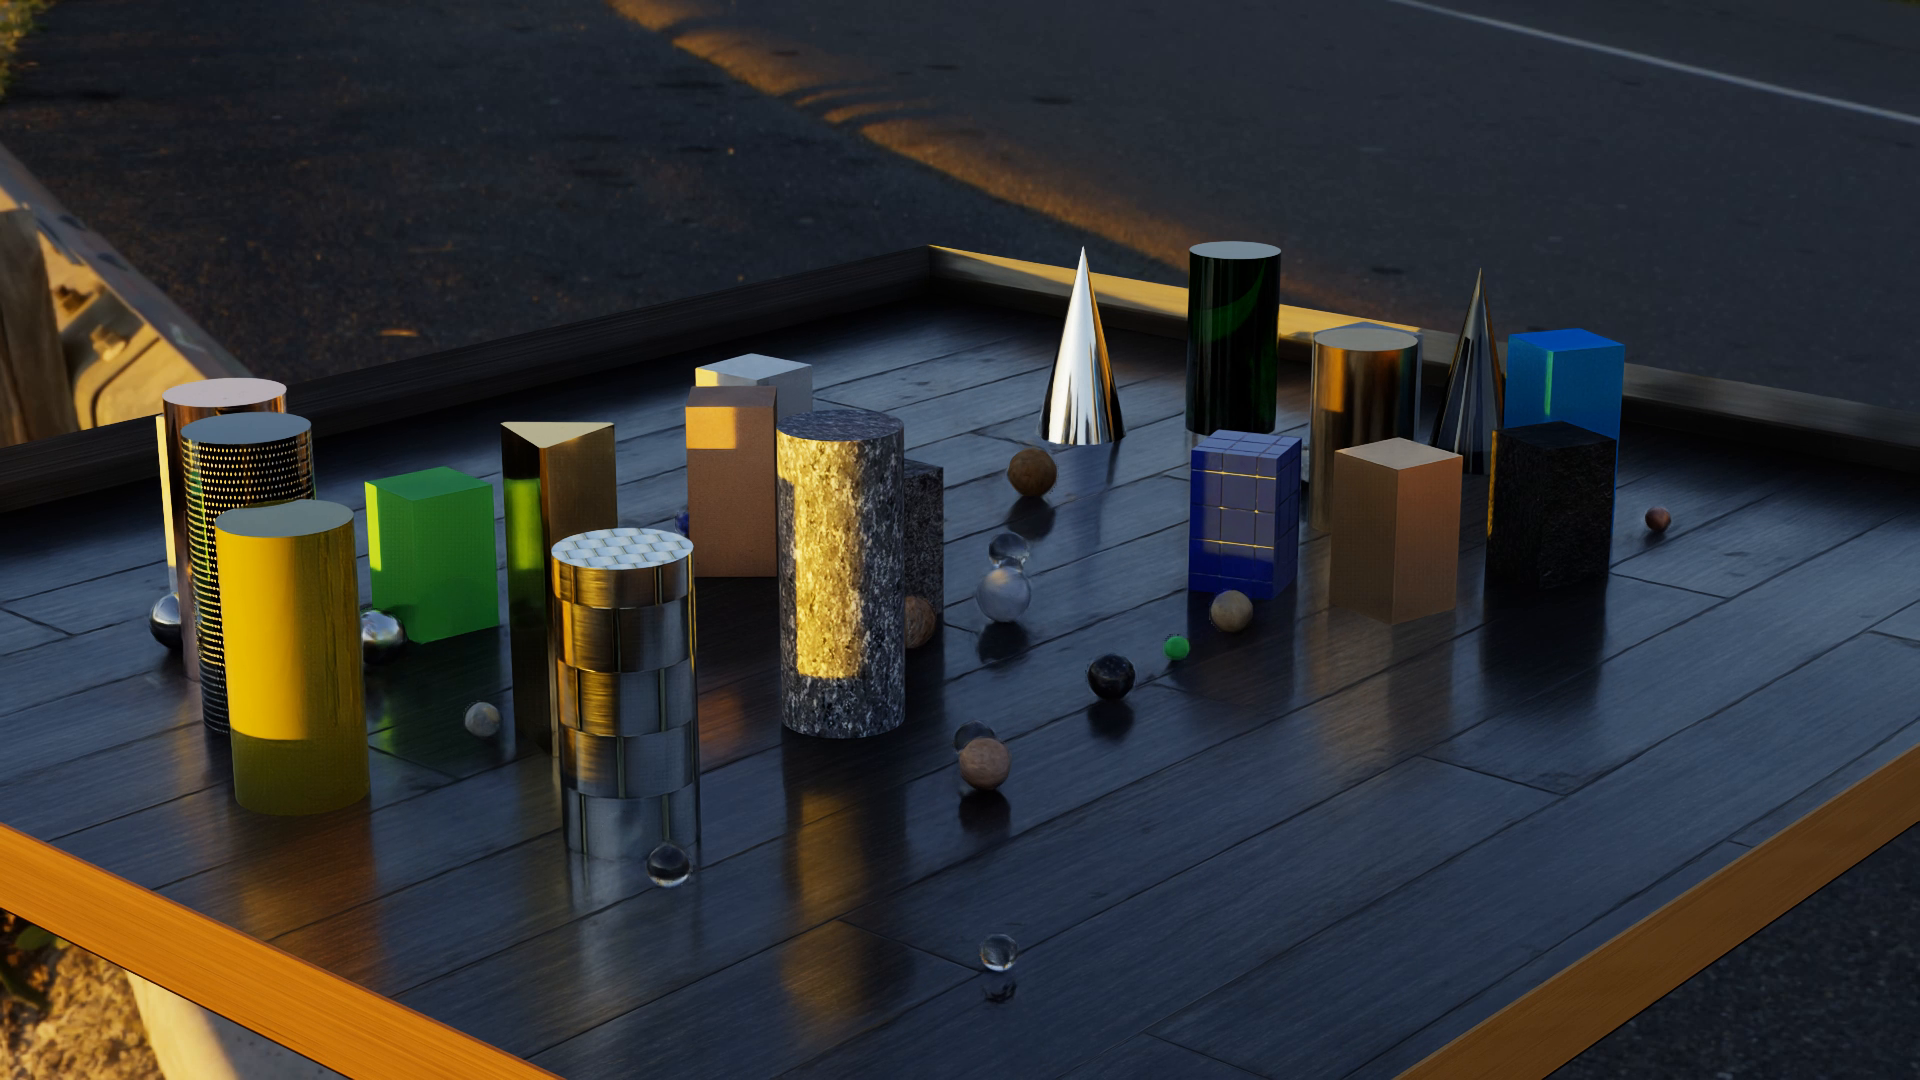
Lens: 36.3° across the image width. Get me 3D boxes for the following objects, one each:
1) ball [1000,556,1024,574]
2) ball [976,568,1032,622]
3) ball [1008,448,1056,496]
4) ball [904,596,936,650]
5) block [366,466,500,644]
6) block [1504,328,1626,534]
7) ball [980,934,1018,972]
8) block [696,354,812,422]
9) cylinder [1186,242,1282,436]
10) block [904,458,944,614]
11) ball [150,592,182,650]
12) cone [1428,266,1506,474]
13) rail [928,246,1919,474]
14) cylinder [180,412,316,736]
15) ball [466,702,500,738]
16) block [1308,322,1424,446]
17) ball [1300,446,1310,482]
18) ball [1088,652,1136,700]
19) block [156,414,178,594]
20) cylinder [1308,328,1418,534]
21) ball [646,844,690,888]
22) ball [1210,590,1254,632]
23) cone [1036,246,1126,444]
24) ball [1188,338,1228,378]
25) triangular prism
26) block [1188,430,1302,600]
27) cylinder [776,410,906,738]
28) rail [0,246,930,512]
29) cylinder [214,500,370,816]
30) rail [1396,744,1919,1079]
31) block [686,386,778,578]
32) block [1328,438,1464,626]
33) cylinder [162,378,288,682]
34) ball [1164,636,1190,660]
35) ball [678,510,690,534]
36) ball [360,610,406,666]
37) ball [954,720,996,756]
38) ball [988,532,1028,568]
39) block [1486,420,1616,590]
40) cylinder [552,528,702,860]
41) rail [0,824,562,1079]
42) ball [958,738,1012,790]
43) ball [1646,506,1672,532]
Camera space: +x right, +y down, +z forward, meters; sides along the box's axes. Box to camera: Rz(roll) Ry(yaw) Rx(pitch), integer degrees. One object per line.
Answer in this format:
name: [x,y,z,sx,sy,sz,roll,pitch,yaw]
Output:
ball: [0.091,0.052,5.196,0.043,0.043,0.043,0,17,0]
ball: [0.074,0.093,4.973,0.092,0.092,0.092,0,17,0]
ball: [0.141,-0.132,5.713,0.096,0.096,0.096,0,17,0]
ball: [-0.084,0.137,4.840,0.086,0.086,0.086,0,17,0]
block: [-0.888,0.023,4.937,0.153,0.247,0.153,-14,22,-39]
block: [1.121,-0.198,5.473,0.153,0.361,0.153,-6,18,-20]
ball: [0.049,0.515,3.657,0.047,0.047,0.047,0,17,0]
block: [-0.384,-0.178,5.508,0.153,0.304,0.153,13,21,37]
cylinder: [0.576,-0.424,6.188,0.192,0.381,0.192,0,17,0]
block: [-0.137,0.002,4.992,0.153,0.257,0.153,15,22,40]
ball: [-1.290,0.134,4.839,0.094,0.094,0.094,0,17,0]
cone: [1.040,-0.353,5.909,0.192,0.406,0.192,0,17,0]
rail: [1.196,-0.367,6.439,3.425,0.125,0.045,14,22,39]
cylinder: [-1.073,0.052,4.474,0.192,0.461,0.192,0,17,0]
ball: [-0.723,0.273,4.446,0.054,0.054,0.054,0,17,0]
block: [0.808,-0.272,5.844,0.153,0.288,0.153,-14,22,-39]
ball: [0.694,-0.151,5.820,0.072,0.072,0.072,0,17,0]
ball: [0.238,0.214,4.605,0.074,0.074,0.074,0,17,0]
block: [-1.240,-0.046,4.970,0.153,0.362,0.153,5,17,16]
cylinder: [0.754,-0.203,5.501,0.192,0.355,0.192,0,17,0]
ball: [-0.388,0.434,3.904,0.059,0.059,0.059,0,17,0]
ball: [0.457,0.119,4.923,0.072,0.072,0.072,0,17,0]
cone: [0.256,-0.418,6.131,0.192,0.403,0.192,0,17,0]
ball: [0.561,-0.412,6.652,0.090,0.090,0.090,0,17,0]
triangular prism: [-0.620,0.065,4.399,0.144,0.479,0.166,10,19,30]
block: [0.501,-0.046,5.155,0.153,0.255,0.153,7,18,22]
cylinder: [-0.180,0.050,4.470,0.192,0.466,0.192,0,17,0]
rail: [-1.275,-0.289,6.180,0.045,0.125,3.695,14,22,39]
cylinder: [-0.950,0.166,4.181,0.192,0.411,0.192,0,17,0]
rail: [1.275,0.351,4.060,0.045,0.125,3.695,14,22,39]
block: [-0.405,-0.106,5.254,0.153,0.312,0.153,0,17,-1]
block: [0.746,-0.017,5.027,0.153,0.273,0.153,-12,21,-35]
cylinder: [-1.161,-0.014,4.697,0.192,0.458,0.192,0,17,0]
ball: [0.355,0.176,4.787,0.041,0.041,0.041,0,17,0]
ball: [-0.505,-0.033,5.474,0.045,0.045,0.045,0,17,0]
ball: [-0.945,0.158,4.762,0.091,0.091,0.091,0,17,0]
ball: [0.022,0.299,4.344,0.063,0.063,0.063,0,17,0]
ball: [0.087,0.021,5.246,0.073,0.073,0.073,0,17,0]
block: [1.050,-0.064,5.214,0.153,0.254,0.153,-9,19,-26]
cylinder: [-0.457,0.210,4.027,0.192,0.416,0.192,0,17,0]
rail: [-1.196,0.429,3.802,3.425,0.125,0.045,14,22,39]
ball: [0.036,0.324,4.238,0.077,0.077,0.077,0,17,0]
ball: [1.308,-0.040,5.492,0.047,0.047,0.047,0,17,0]
